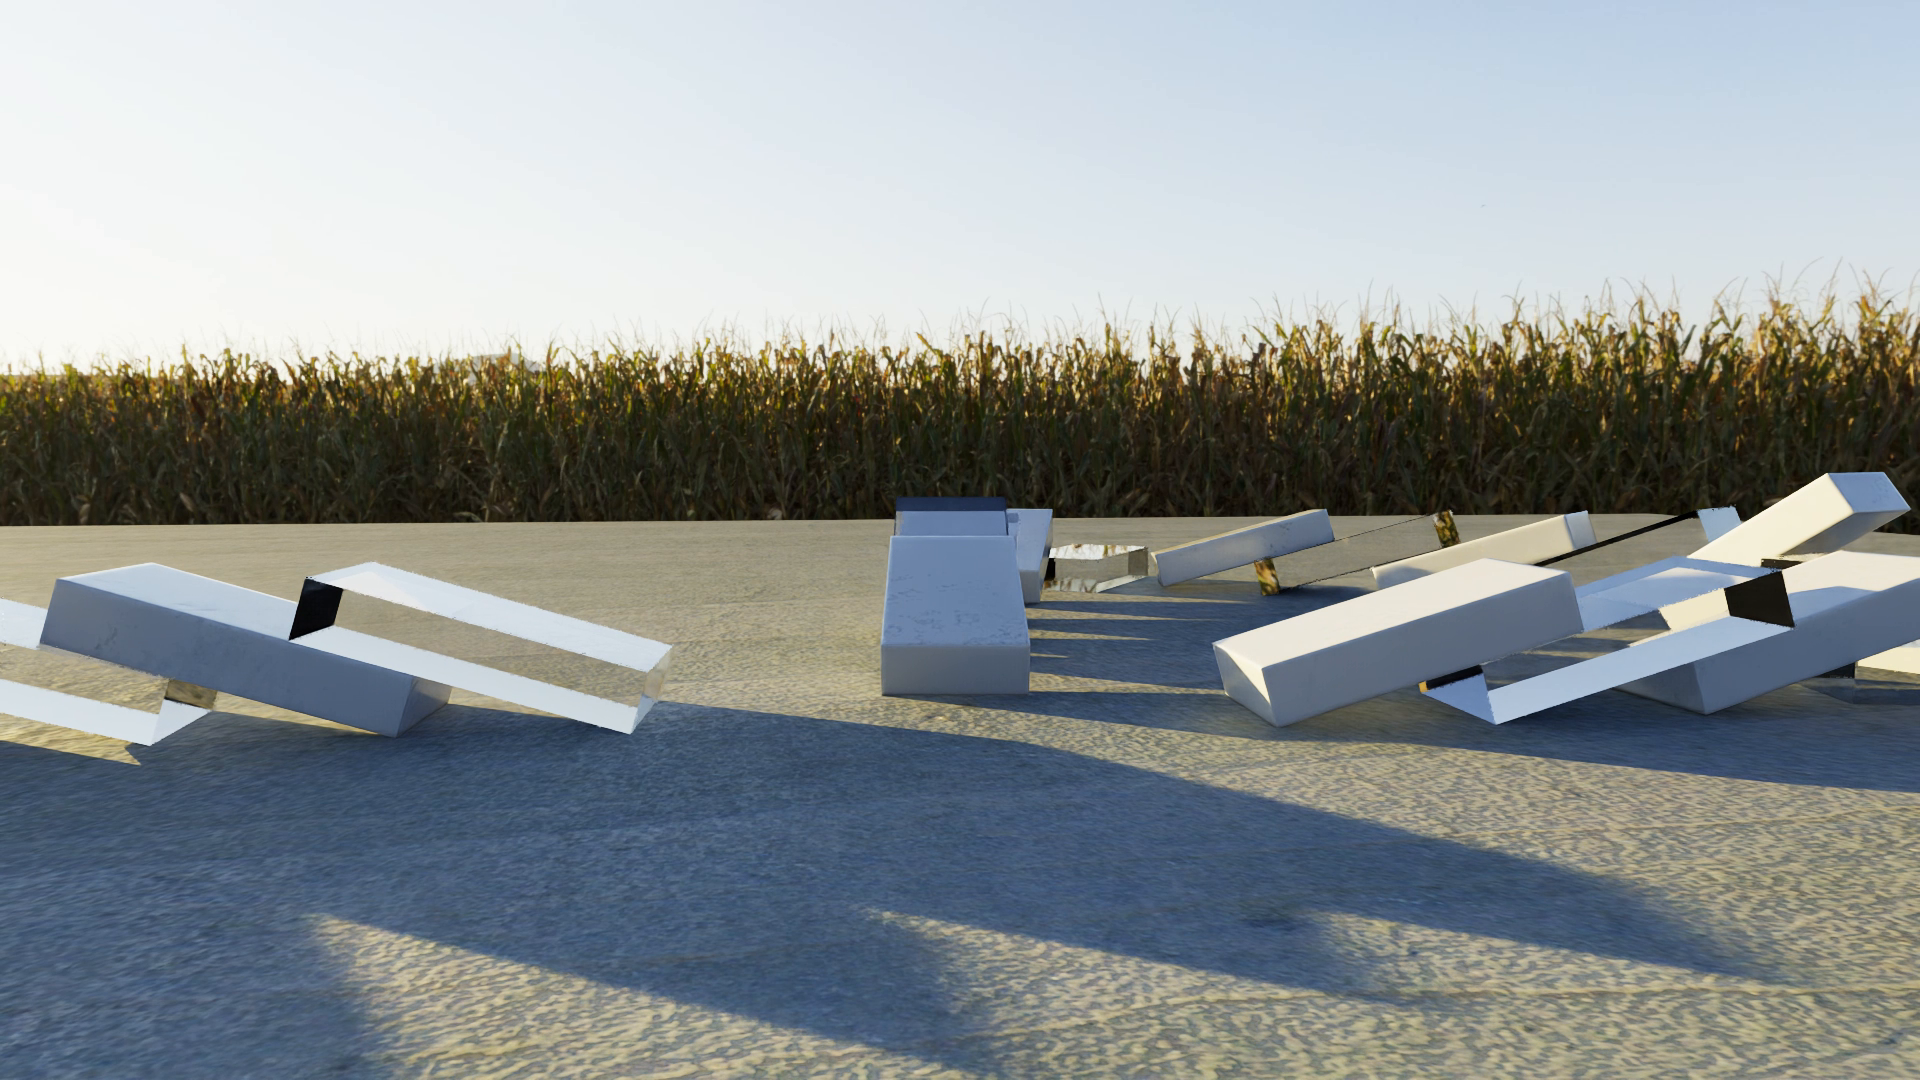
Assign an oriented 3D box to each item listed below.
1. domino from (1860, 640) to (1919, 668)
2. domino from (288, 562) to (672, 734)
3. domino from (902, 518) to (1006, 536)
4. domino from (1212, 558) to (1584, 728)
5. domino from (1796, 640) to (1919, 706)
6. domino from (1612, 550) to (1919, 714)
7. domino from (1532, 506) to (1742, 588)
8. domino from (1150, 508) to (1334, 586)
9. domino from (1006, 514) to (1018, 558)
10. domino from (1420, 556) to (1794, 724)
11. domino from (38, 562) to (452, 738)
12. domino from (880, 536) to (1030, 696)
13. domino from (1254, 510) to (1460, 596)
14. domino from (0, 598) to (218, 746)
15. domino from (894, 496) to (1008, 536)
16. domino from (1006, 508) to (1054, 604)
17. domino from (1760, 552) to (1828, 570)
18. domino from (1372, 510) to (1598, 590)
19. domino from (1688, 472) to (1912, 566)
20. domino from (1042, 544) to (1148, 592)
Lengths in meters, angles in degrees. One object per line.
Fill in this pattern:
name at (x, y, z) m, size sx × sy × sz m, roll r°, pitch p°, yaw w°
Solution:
domino at (0.202, 0.019, 0.258) m, size 0.050 × 0.010 × 0.025 m, roll -2°, pitch 5°, yaw -30°
domino at (-0.072, 0.016, 0.198) m, size 0.050 × 0.010 × 0.025 m, roll 16°, pitch 3°, yaw -5°
domino at (-0.001, 0.008, 0.299) m, size 0.025 × 0.009 × 0.050 m, roll 0°, pitch 22°, yaw -1°
domino at (0.069, 0.016, 0.206) m, size 0.050 × 0.009 × 0.025 m, roll -17°, pitch 6°, yaw -4°
domino at (0.172, 0.021, 0.219) m, size 0.050 × 0.010 × 0.025 m, roll 1°, pitch 4°, yaw 7°
domino at (0.137, 0.015, 0.215) m, size 0.050 × 0.009 × 0.025 m, roll -17°, pitch 6°, yaw -7°
domino at (0.160, 0.005, 0.312) m, size 0.025 × 0.010 × 0.050 m, roll -4°, pitch -16°, yaw -42°
domino at (0.083, 0.002, 0.379) m, size 0.050 × 0.010 × 0.025 m, roll -15°, pitch 0°, yaw 6°
domino at (0.002, 0.006, 0.332) m, size 0.025 × 0.010 × 0.050 m, roll 0°, pitch 21°, yaw 4°
domino at (0.103, 0.015, 0.208) m, size 0.050 × 0.009 × 0.025 m, roll -17°, pitch 6°, yaw -4°
domino at (-0.105, 0.016, 0.195) m, size 0.050 × 0.009 × 0.025 m, roll 17°, pitch 3°, yaw -6°
domino at (-0.001, 0.013, 0.239) m, size 0.025 × 0.009 × 0.050 m, roll 0°, pitch 22°, yaw -1°
domino at (0.111, 0.004, 0.359) m, size 0.050 × 0.009 × 0.025 m, roll -18°, pitch -6°, yaw 32°
domino at (-0.139, 0.017, 0.187) m, size 0.050 × 0.009 × 0.025 m, roll 17°, pitch 0°, yaw -13°
domino at (-0.002, 0.007, 0.276) m, size 0.025 × 0.009 × 0.050 m, roll 0°, pitch 30°, yaw -1°
domino at (0.012, 0.004, 0.365) m, size 0.025 × 0.009 × 0.050 m, roll 1°, pitch 20°, yaw 8°
domino at (0.189, 0.010, 0.250) m, size 0.025 × 0.009 × 0.050 m, roll -2°, pitch 5°, yaw -29°
domino at (0.138, 0.005, 0.339) m, size 0.050 × 0.010 × 0.025 m, roll -20°, pitch -9°, yaw 37°
domino at (0.176, 0.003, 0.282) m, size 0.025 × 0.009 × 0.050 m, roll -3°, pitch -30°, yaw -32°
domino at (0.038, 0.008, 0.395) m, size 0.025 × 0.009 × 0.050 m, roll 2°, pitch 5°, yaw 25°
